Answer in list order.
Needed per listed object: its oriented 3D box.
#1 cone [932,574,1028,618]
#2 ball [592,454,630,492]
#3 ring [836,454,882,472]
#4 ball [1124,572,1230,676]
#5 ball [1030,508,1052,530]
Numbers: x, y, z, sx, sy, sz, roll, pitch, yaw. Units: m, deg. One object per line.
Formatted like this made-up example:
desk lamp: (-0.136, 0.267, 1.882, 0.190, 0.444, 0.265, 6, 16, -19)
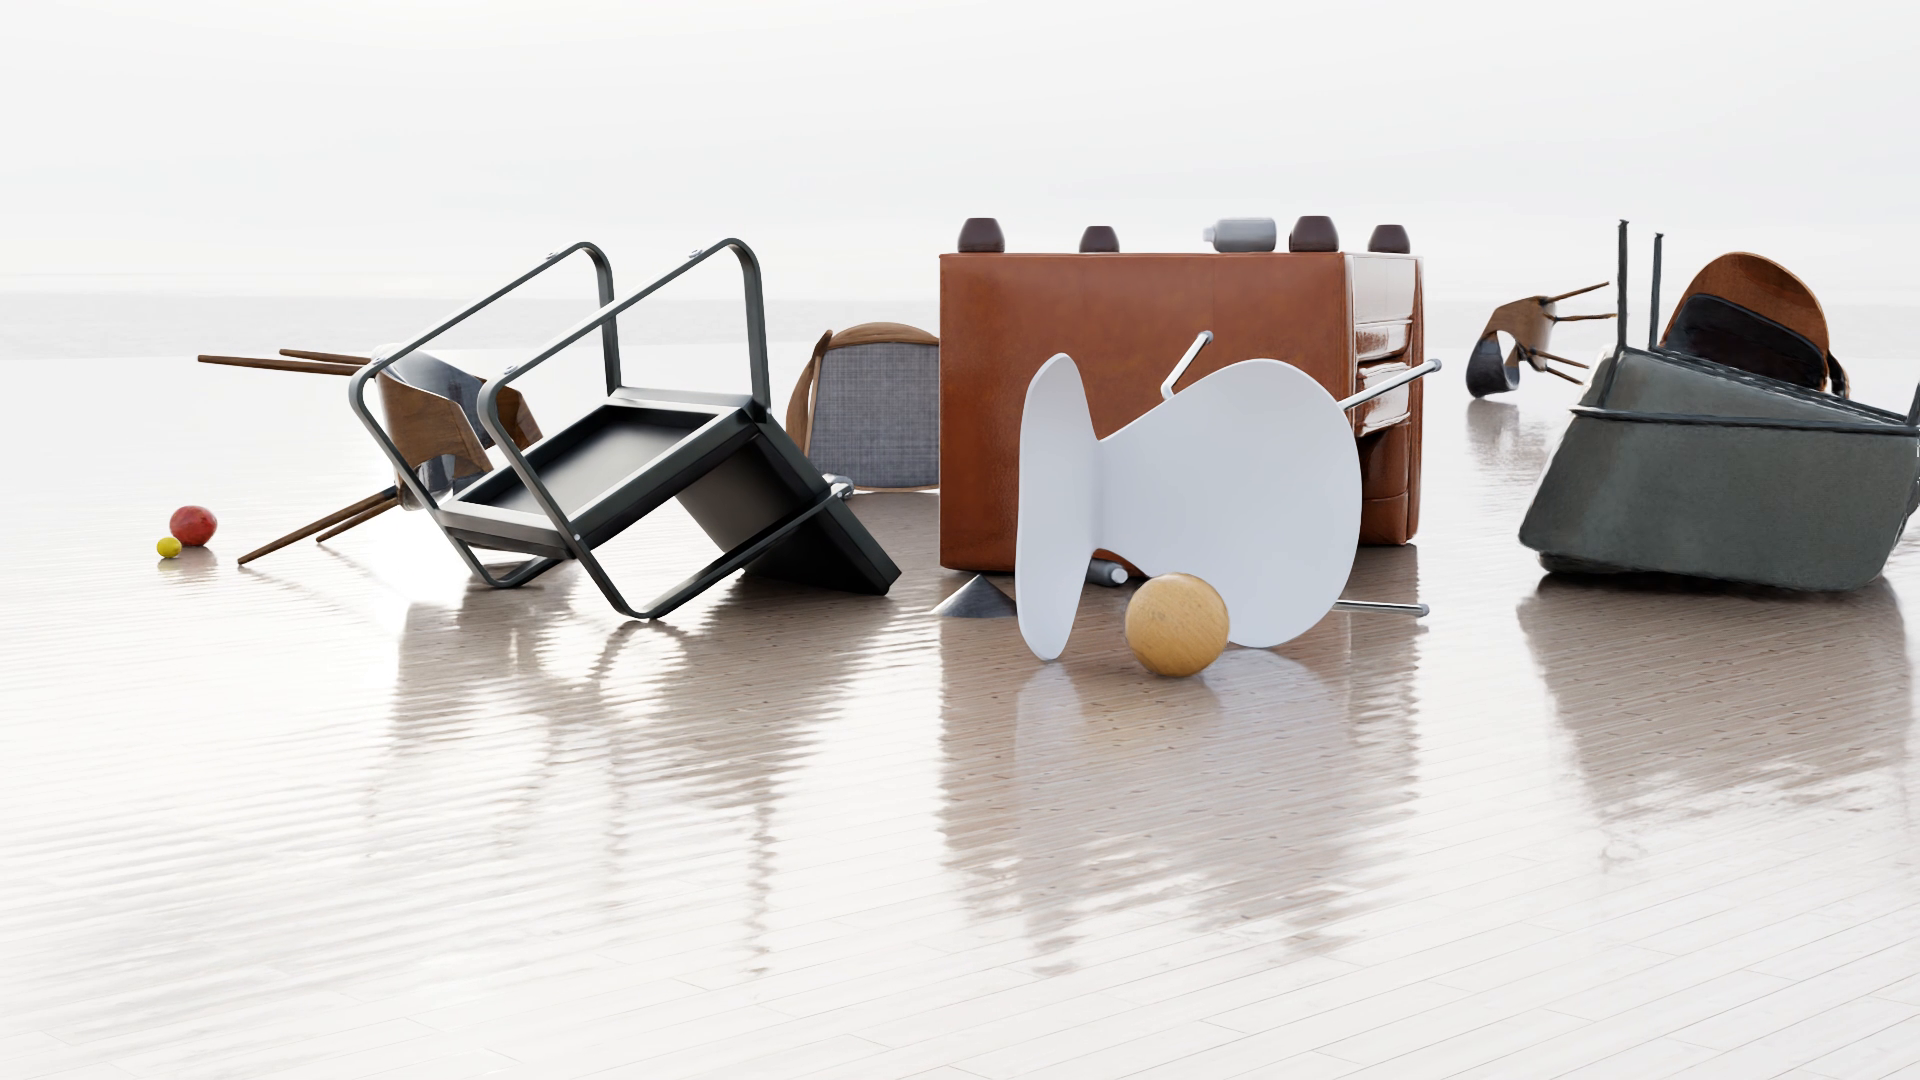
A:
cone: (0.039, 0.104, 5.041, 0.190, 0.074, 0.194, -1, 6, -10)
ball: (-1.063, -0.201, 7.806, 0.115, 0.115, 0.115, 0, 6, 0)
ring: (-0.340, -0.257, 8.679, 0.142, 0.048, 0.259, 3, 7, 15)
ball: (0.357, 0.139, 4.229, 0.172, 0.172, 0.172, 0, 6, 0)
ball: (0.209, -0.054, 6.638, 0.060, 0.060, 0.060, 0, 6, 0)
